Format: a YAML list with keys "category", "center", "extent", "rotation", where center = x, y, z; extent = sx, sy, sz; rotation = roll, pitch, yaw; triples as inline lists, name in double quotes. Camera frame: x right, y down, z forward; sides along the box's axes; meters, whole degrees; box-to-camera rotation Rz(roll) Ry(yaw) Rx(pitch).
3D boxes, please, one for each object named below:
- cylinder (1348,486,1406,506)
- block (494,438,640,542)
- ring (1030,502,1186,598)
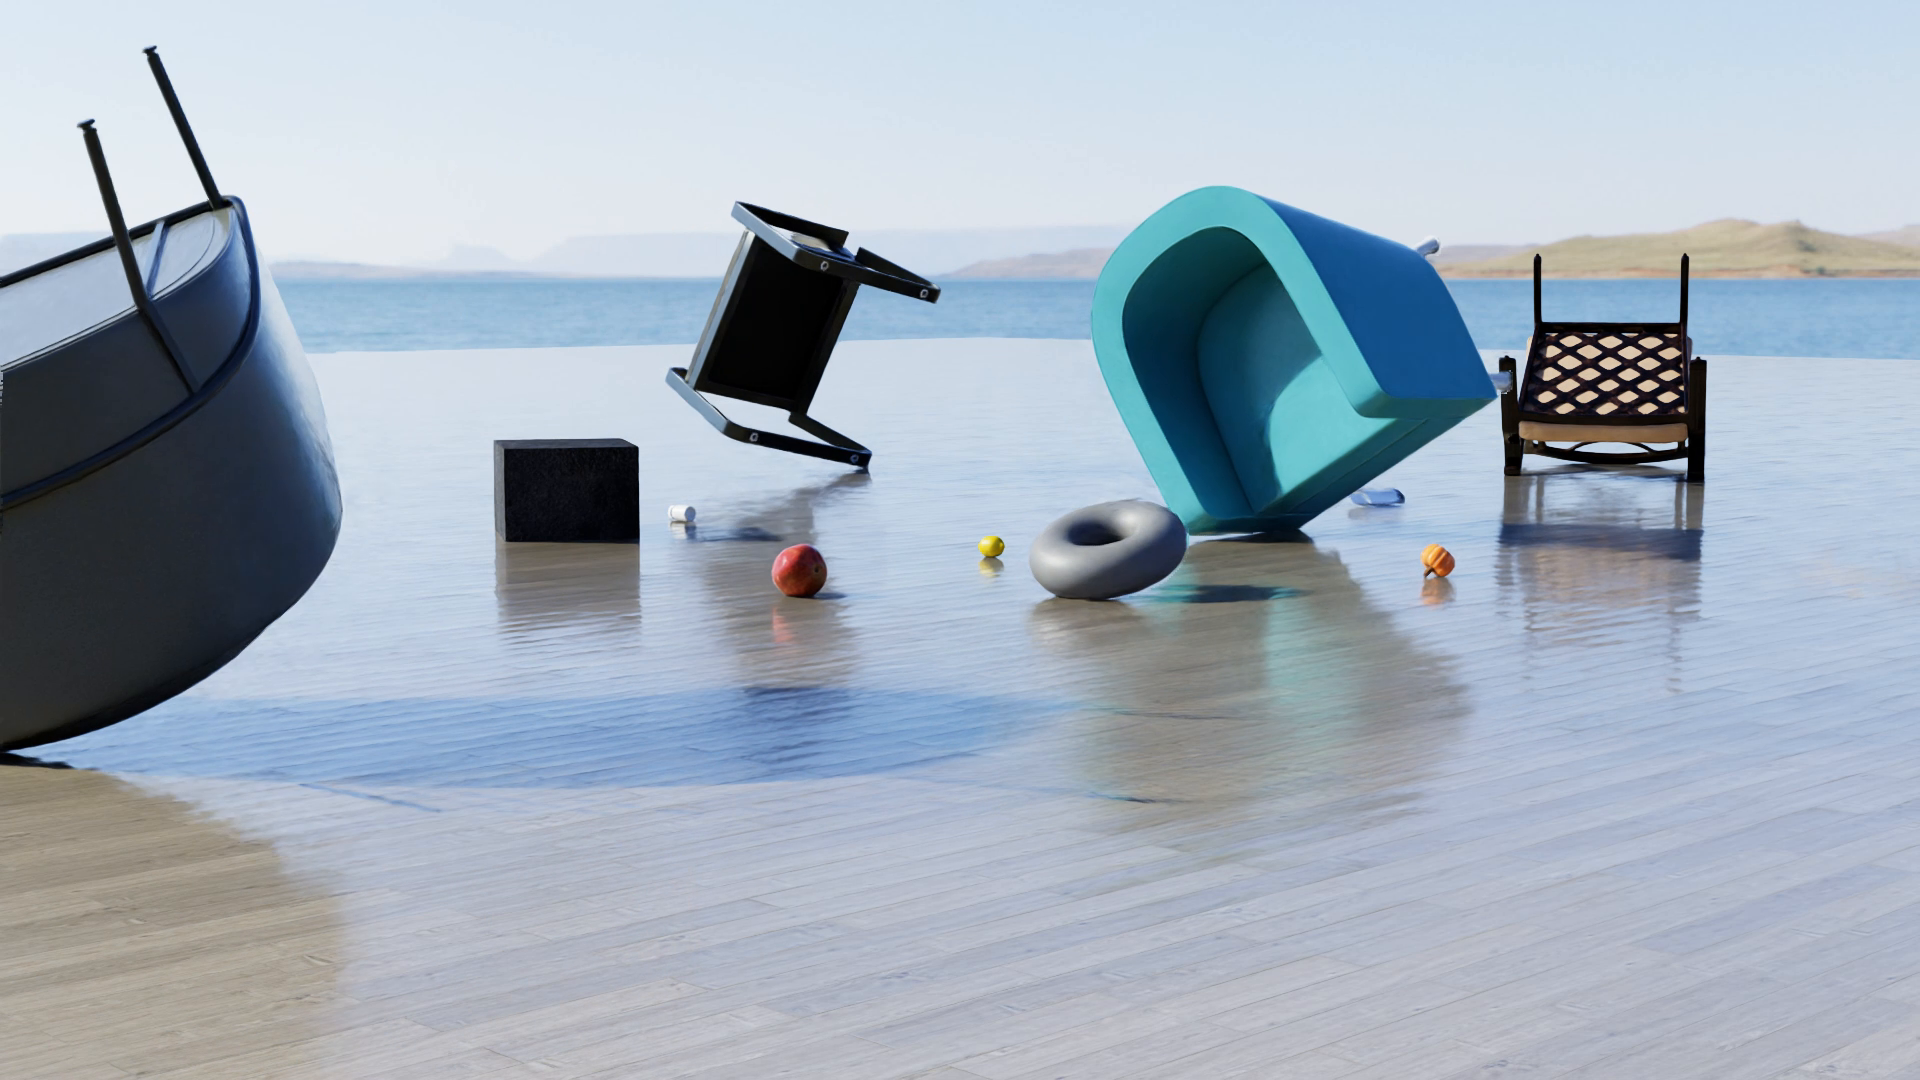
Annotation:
- category: "cylinder"
  center: [1.196, -0.124, 7.372]
  extent: [0.118, 0.046, 0.121]
  rotation: [-3, 17, -24]
- category: "block"
  center: [-1.010, -0.132, 6.562]
  extent: [0.334, 0.231, 0.353]
  rotation: [-2, 6, -14]
- category: "ring"
  center: [0.308, 0.019, 5.338]
  extent: [0.337, 0.110, 0.326]
  rotation: [-25, 26, -29]
